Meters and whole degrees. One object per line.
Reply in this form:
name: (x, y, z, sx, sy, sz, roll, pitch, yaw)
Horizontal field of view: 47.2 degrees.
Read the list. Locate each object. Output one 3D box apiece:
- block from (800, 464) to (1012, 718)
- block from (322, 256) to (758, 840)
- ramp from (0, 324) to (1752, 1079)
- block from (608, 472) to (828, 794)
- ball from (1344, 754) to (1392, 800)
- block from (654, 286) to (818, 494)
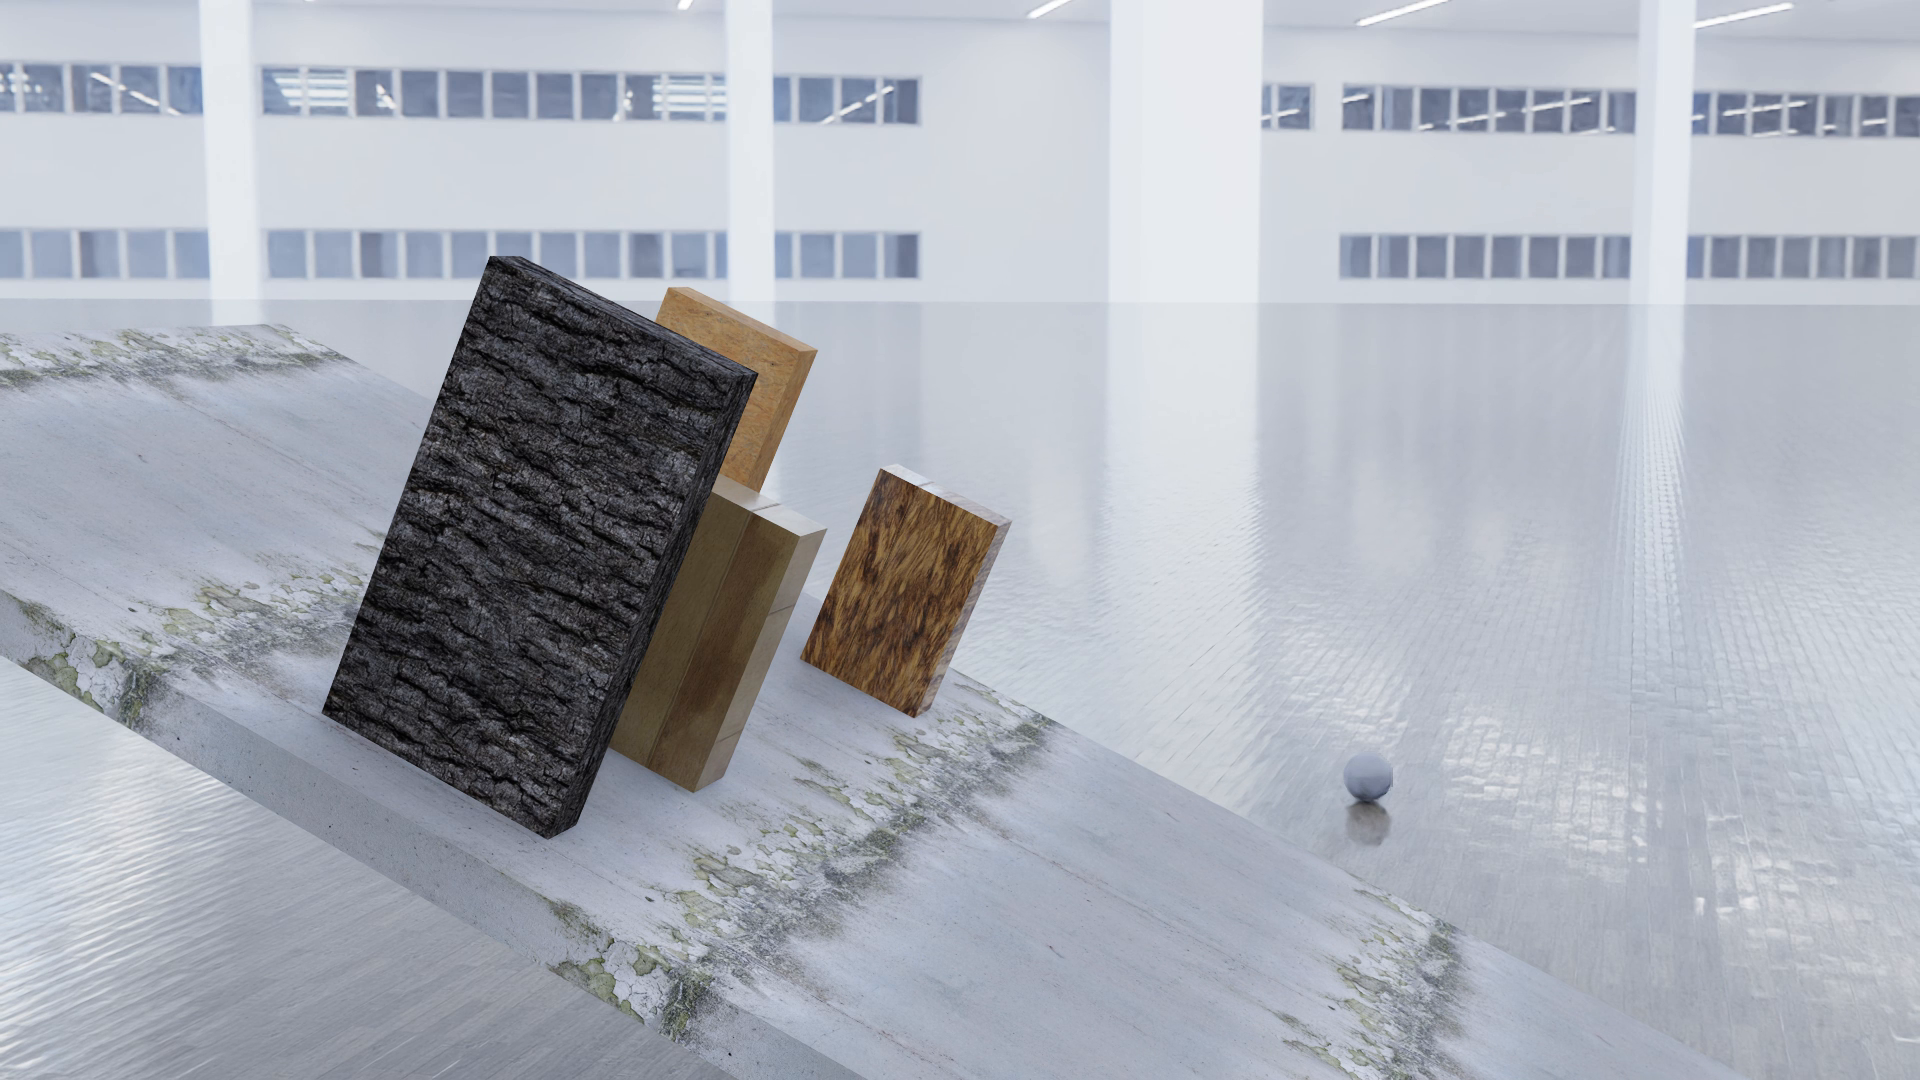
block: (-0.117, 0.108, 4.708, 0.284, 0.457, 0.109, 27, 13, 13)
block: (-0.662, 0.012, 3.416, 0.434, 0.791, 0.097, 27, 13, 13)
ramp: (-0.280, 0.483, 4.179, 4.000, 0.100, 2.000, 27, 13, 13)
block: (-0.454, 0.155, 3.850, 0.247, 0.499, 0.132, 27, 13, 13)
ball: (1.436, 0.835, 7.750, 0.168, 0.168, 0.168, 0, 7, 0)
block: (-0.561, -0.140, 4.445, 0.306, 0.673, 0.098, 27, 13, 13)
